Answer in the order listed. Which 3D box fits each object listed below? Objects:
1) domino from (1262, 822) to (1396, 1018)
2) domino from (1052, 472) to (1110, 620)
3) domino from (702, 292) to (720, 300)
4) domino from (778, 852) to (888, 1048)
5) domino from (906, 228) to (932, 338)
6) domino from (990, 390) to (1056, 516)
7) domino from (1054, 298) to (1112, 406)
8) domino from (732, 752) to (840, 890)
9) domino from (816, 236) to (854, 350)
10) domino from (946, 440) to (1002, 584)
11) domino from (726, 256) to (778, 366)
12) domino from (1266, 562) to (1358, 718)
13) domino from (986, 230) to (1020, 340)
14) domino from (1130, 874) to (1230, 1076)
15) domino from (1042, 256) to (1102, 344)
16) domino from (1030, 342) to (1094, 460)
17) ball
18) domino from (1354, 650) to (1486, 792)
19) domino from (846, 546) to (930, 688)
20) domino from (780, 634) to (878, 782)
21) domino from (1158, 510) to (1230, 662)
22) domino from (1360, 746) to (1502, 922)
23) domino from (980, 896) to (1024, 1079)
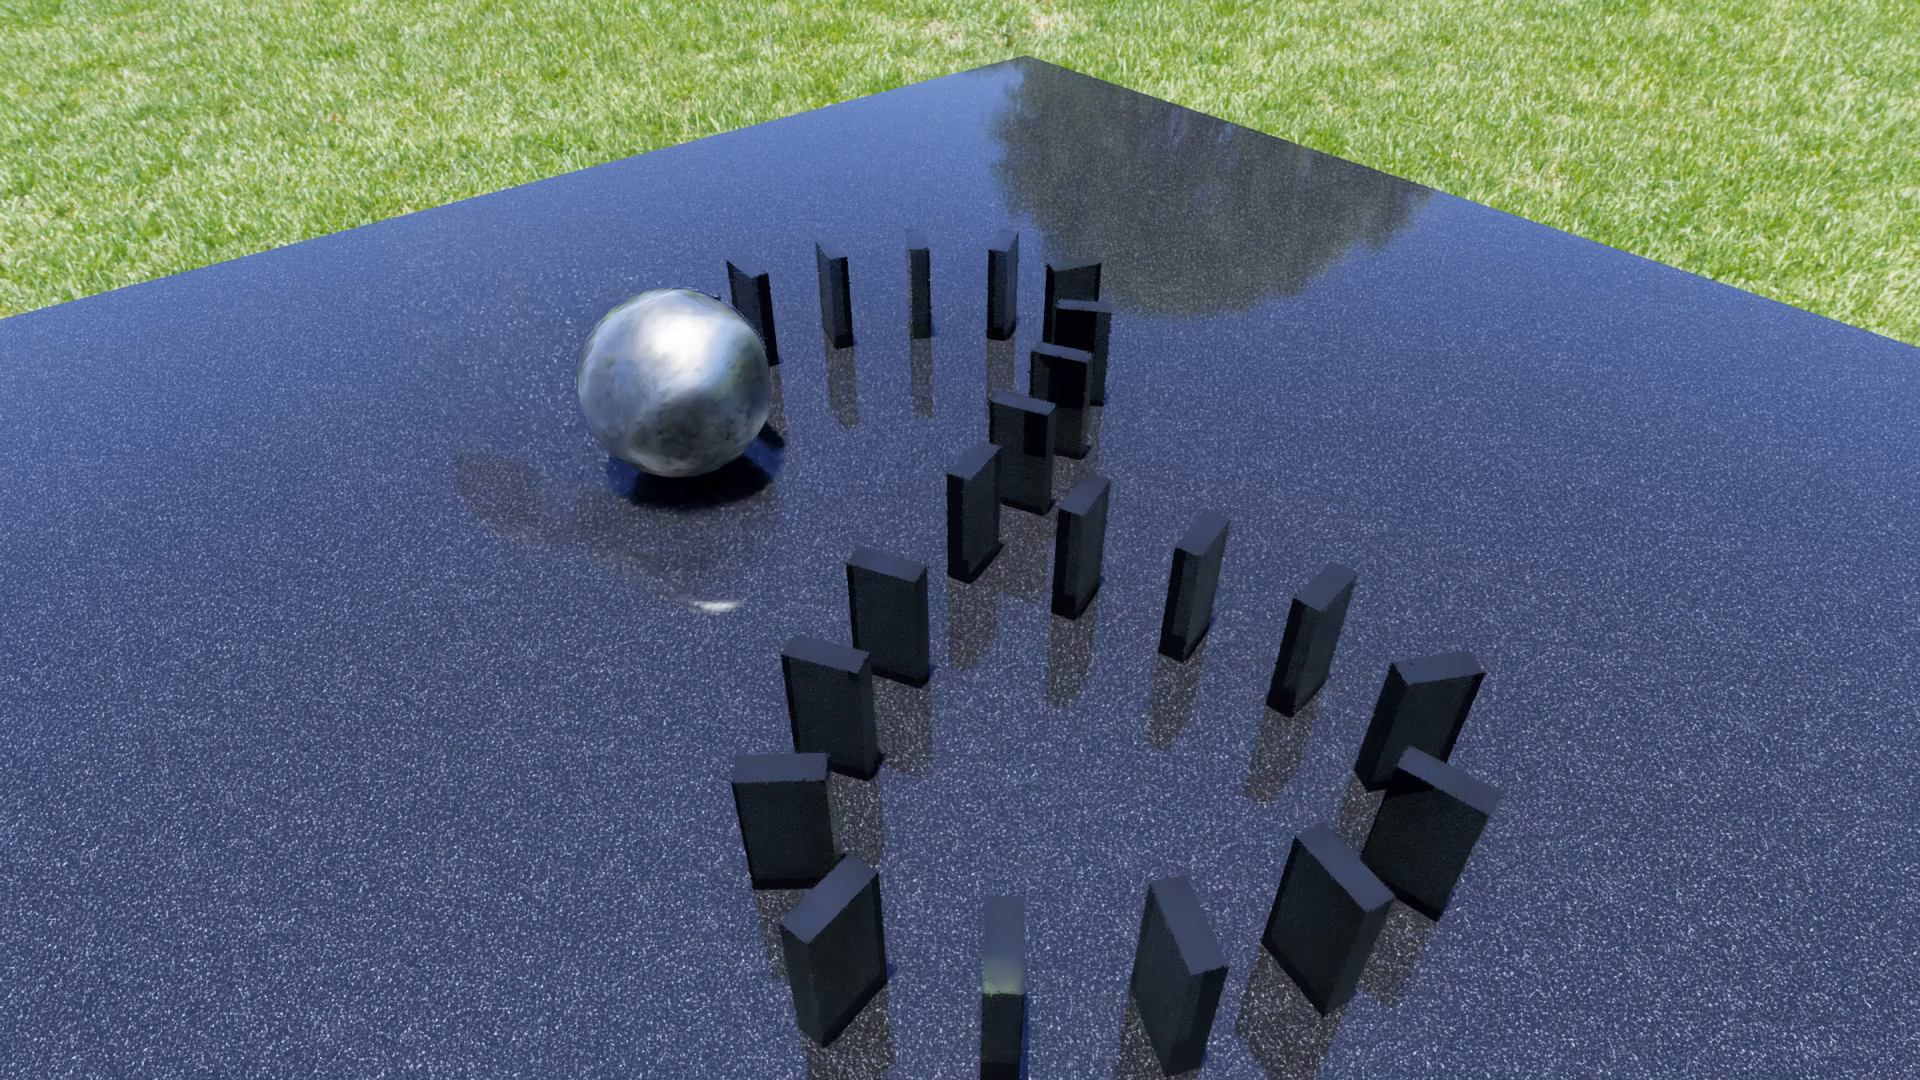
[{"bbox_3d":[0.095,0.100,0.289,0.010,0.050,0.025,-19,43,-22],"label":"domino"},{"bbox_3d":[0.045,0.003,0.408,0.009,0.050,0.025,19,43,21],"label":"domino"},{"bbox_3d":[-0.126,-0.093,0.524,0.025,0.050,0.010,12,33,14],"label":"domino"},{"bbox_3d":[-0.032,0.106,0.282,0.010,0.050,0.025,27,46,29],"label":"domino"},{"bbox_3d":[-0.022,-0.134,0.575,0.010,0.050,0.025,-5,40,-6],"label":"domino"},{"bbox_3d":[0.025,-0.036,0.455,0.025,0.050,0.009,17,42,19],"label":"domino"},{"bbox_3d":[0.057,-0.088,0.519,0.025,0.050,0.010,6,40,8],"label":"domino"},{"bbox_3d":[-0.049,0.081,0.313,0.025,0.050,0.010,-1,39,-2],"label":"domino"},{"bbox_3d":[-0.065,-0.127,0.566,0.009,0.050,0.025,-14,41,-16],"label":"domino"},{"bbox_3d":[0.005,-0.010,0.424,0.009,0.050,0.025,19,43,22],"label":"domino"},{"bbox_3d":[-0.104,-0.114,0.550,0.009,0.050,0.025,-25,46,-27],"label":"domino"},{"bbox_3d":[0.118,0.034,0.370,0.009,0.050,0.025,30,48,32],"label":"domino"},{"bbox_3d":[0.022,-0.132,0.573,0.009,0.050,0.025,11,40,13],"label":"domino"},{"bbox_3d":[0.054,0.110,0.277,0.010,0.050,0.025,-9,40,-11],"label":"domino"},{"bbox_3d":[0.056,-0.116,0.553,0.025,0.050,0.010,-14,41,-16],"label":"domino"},{"bbox_3d":[0.044,-0.061,0.486,0.025,0.050,0.009,15,42,18],"label":"domino"},{"bbox_3d":[-0.121,-0.066,0.469,0.080,0.080,0.080,0,39,0],"label":"ball"},{"bbox_3d":[0.142,0.057,0.342,0.025,0.050,0.009,-7,40,-9],"label":"domino"},{"bbox_3d":[-0.024,0.027,0.378,0.025,0.050,0.010,15,42,17],"label":"domino"},{"bbox_3d":[-0.040,0.053,0.346,0.025,0.050,0.009,12,41,14],"label":"domino"},{"bbox_3d":[0.083,0.017,0.391,0.009,0.050,0.025,23,44,25],"label":"domino"},{"bbox_3d":[0.131,0.083,0.310,0.025,0.050,0.010,28,47,30],"label":"domino"},{"bbox_3d":[0.010,0.114,0.273,0.009,0.050,0.025,2,39,2],"label":"domino"}]
